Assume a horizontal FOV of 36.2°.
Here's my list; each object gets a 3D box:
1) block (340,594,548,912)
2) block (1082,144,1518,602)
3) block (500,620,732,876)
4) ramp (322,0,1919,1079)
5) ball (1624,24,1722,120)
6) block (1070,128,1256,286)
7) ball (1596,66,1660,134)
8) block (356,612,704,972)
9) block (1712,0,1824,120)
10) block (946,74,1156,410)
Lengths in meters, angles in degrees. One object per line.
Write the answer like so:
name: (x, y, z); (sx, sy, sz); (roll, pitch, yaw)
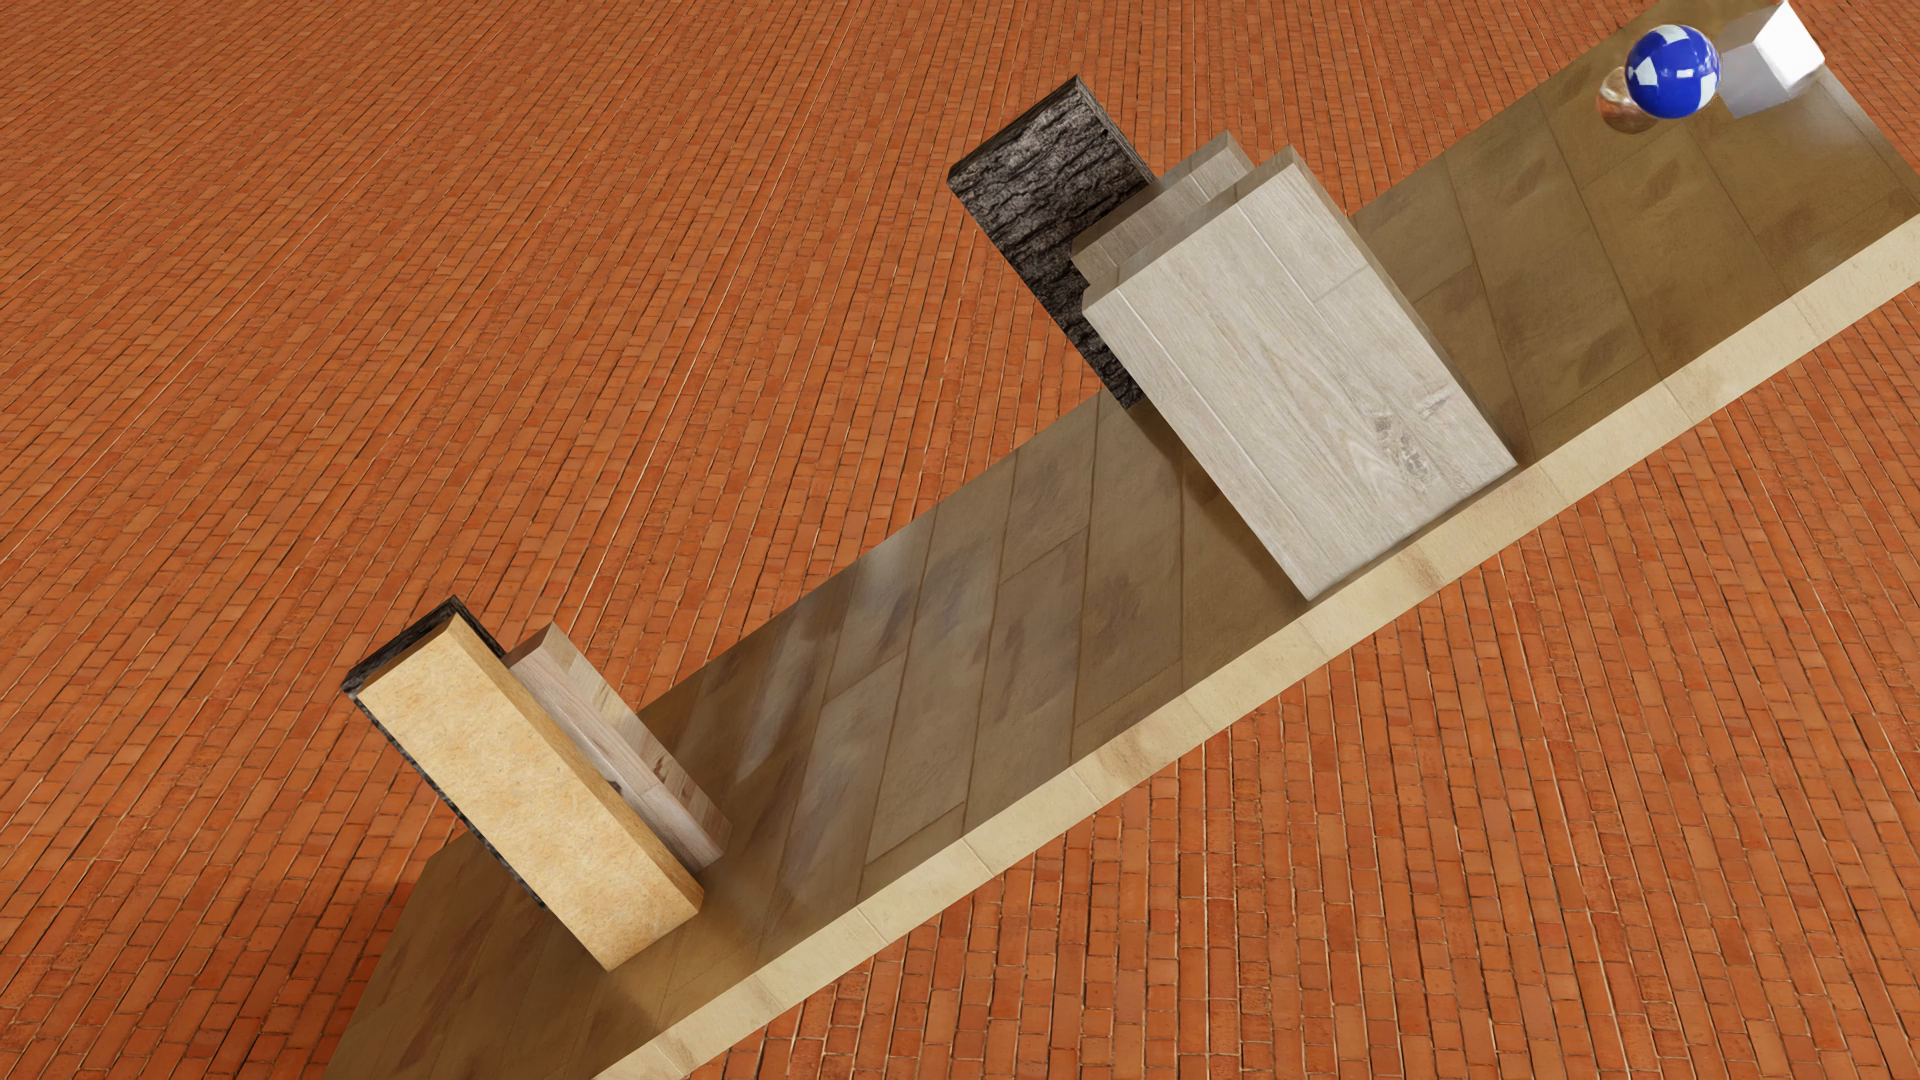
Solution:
block: (-1.037, 0.486, 6.636); (0.320, 0.703, 0.085); (-35, 16, 17)
block: (0.591, -0.284, 5.117); (0.441, 0.670, 0.123); (-35, 16, 17)
block: (-0.830, 0.523, 6.252); (0.390, 0.599, 0.124); (-35, 16, 17)
ramp: (0.127, 0.180, 6.326); (4.000, 0.100, 2.000); (-35, 16, 17)
ball: (1.306, -0.859, 5.390); (0.173, 0.173, 0.173); (0, 23, 0)
block: (0.549, -0.592, 6.493); (0.422, 0.445, 0.149); (-35, 16, 17)
ball: (1.265, -0.829, 5.533); (0.130, 0.130, 0.130); (0, 23, 0)
block: (-0.869, 0.521, 5.998); (0.246, 0.786, 0.088); (-35, 16, 17)
block: (1.553, -0.930, 5.705); (0.142, 0.142, 0.142); (-48, 18, -29)
block: (0.328, -0.685, 6.808); (0.369, 0.686, 0.131); (-35, 16, 17)
